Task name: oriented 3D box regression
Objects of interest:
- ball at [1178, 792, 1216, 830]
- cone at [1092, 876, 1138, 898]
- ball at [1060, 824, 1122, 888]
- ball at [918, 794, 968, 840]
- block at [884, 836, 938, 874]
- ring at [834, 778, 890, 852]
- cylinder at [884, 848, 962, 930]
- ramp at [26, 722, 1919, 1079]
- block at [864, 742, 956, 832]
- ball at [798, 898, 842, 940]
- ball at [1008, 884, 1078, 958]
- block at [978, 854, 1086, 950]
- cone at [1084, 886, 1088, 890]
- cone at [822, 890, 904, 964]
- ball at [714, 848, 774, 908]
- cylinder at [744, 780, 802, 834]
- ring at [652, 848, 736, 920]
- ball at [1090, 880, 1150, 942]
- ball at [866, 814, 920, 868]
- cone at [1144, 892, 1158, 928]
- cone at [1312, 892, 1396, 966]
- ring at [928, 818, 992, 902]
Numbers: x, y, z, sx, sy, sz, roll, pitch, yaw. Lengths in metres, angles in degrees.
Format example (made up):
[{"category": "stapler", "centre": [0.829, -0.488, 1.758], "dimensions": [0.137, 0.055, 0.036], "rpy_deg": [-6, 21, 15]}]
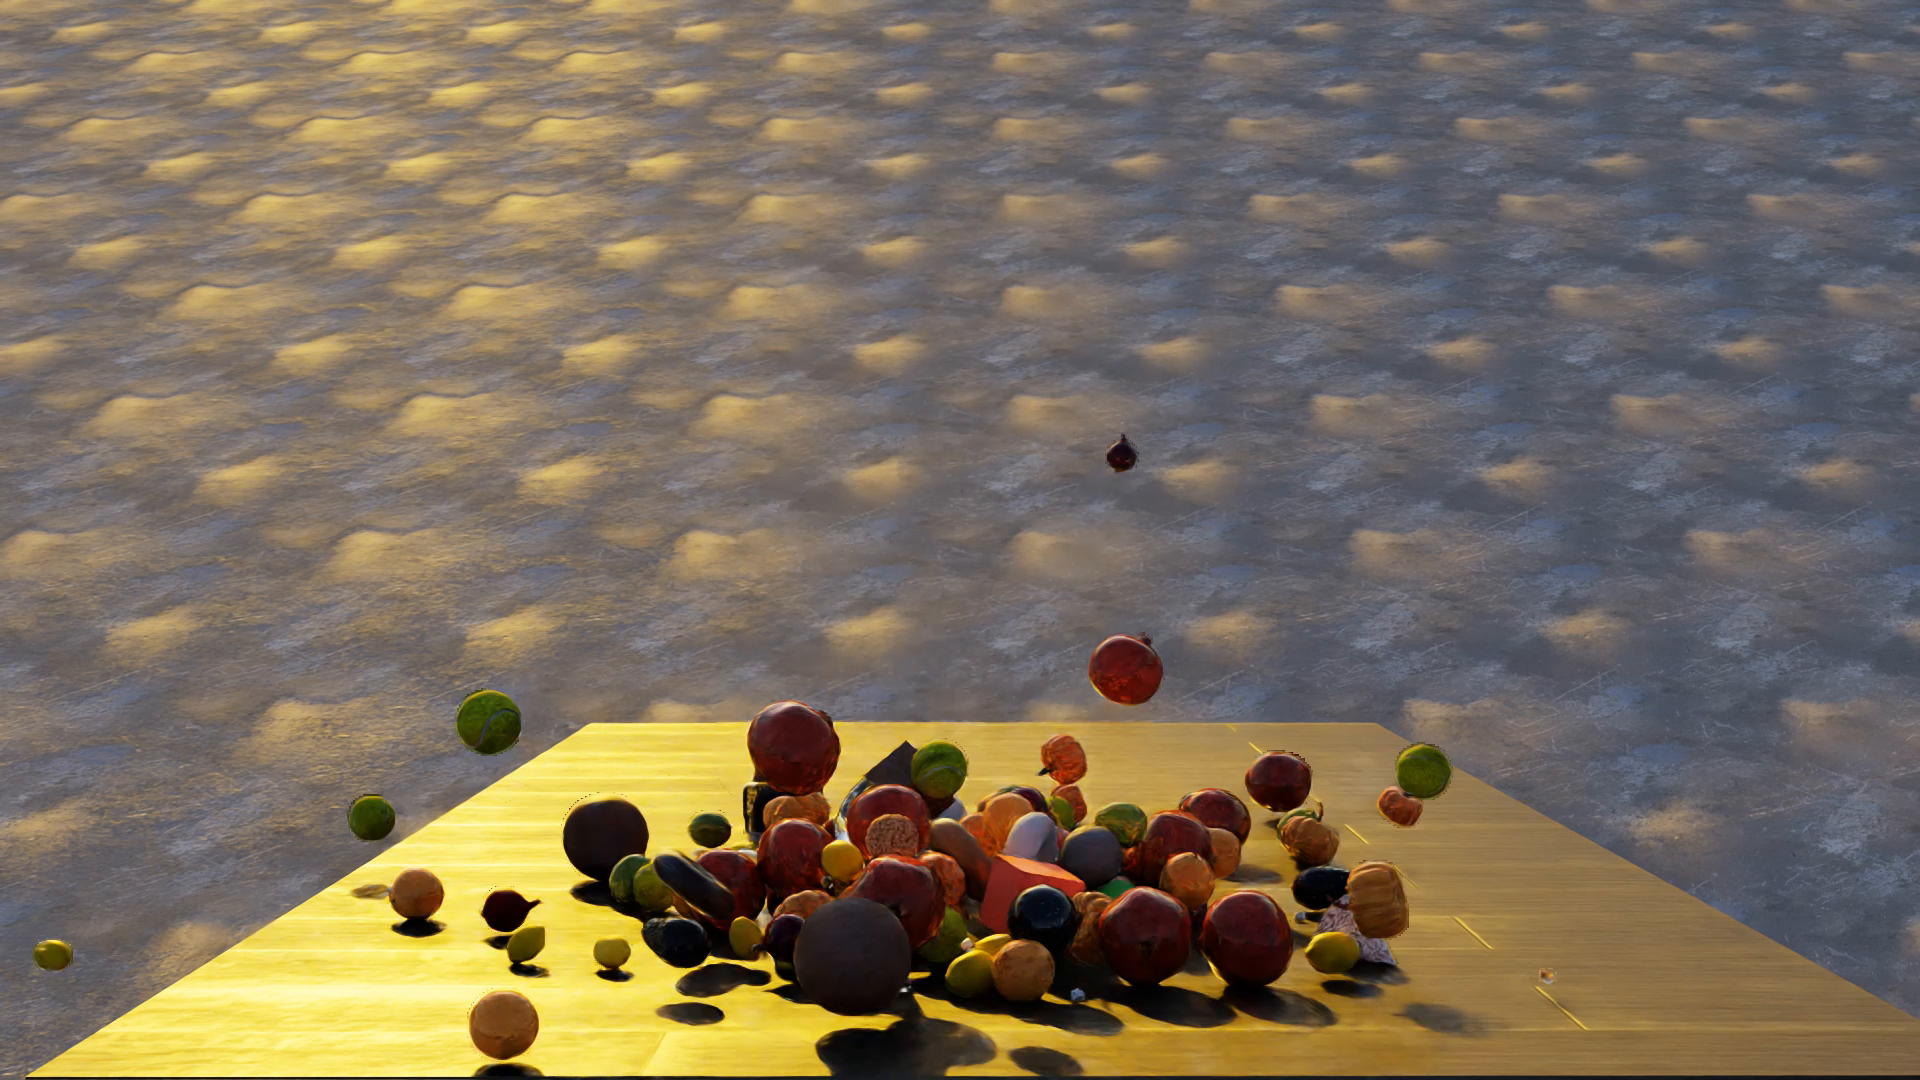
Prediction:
[{"category": "ball", "centre": [0.411, 0.470, 4.487], "dimensions": [0.066, 0.066, 0.066], "rpy_deg": [0, 27, 0]}, {"category": "cone", "centre": [0.224, 0.503, 3.493], "dimensions": [0.072, 0.072, 0.072], "rpy_deg": [-10, 30, -19]}, {"category": "ball", "centre": [0.174, 0.417, 3.409], "dimensions": [0.082, 0.082, 0.082], "rpy_deg": [0, 27, 0]}, {"category": "ball", "centre": [-0.035, 0.459, 4.221], "dimensions": [0.096, 0.096, 0.096], "rpy_deg": [0, 27, 0]}, {"category": "block", "centre": [-0.078, 0.470, 3.861], "dimensions": [0.065, 0.065, 0.065], "rpy_deg": [32, -10, -18]}, {"category": "ring", "centre": [-0.132, 0.406, 3.894], "dimensions": [0.146, 0.049, 0.146], "rpy_deg": [-40, 24, 22]}, {"category": "cylinder", "centre": [-0.049, 0.466, 3.448], "dimensions": [0.076, 0.076, 0.076], "rpy_deg": [-47, 37, 0]}, {"category": "ramp", "centre": [0.061, 0.552, 4.589], "dimensions": [2.000, 0.100, 4.000], "rpy_deg": [0, 1, 0]}, {"category": "block", "centre": [-0.073, 0.364, 3.783], "dimensions": [0.081, 0.081, 0.081], "rpy_deg": [-39, 38, -12]}, {"category": "ball", "centre": [-0.183, 0.494, 3.371], "dimensions": [0.055, 0.055, 0.055], "rpy_deg": [0, 27, 0]}, {"category": "ball", "centre": [0.097, 0.446, 3.023], "dimensions": [0.084, 0.084, 0.084], "rpy_deg": [0, 27, 0]}, {"category": "block", "centre": [0.090, 0.454, 3.238], "dimensions": [0.088, 0.088, 0.088], "rpy_deg": [13, 3, -24]}, {"category": "cone", "centre": [0.156, 0.490, 3.761], "dimensions": [0.052, 0.052, 0.052], "rpy_deg": [-23, 1, -37]}, {"category": "cone", "centre": [-0.121, 0.469, 3.061], "dimensions": [0.090, 0.090, 0.090], "rpy_deg": [-12, 29, -9]}, {"category": "ball", "centre": [-0.304, 0.477, 3.638], "dimensions": [0.084, 0.084, 0.084], "rpy_deg": [0, 27, 0]}, {"category": "cylinder", "centre": [-0.321, 0.458, 4.424], "dimensions": [0.090, 0.090, 0.090], "rpy_deg": [-2, 27, 2]}, {"category": "ring", "centre": [-0.337, 0.436, 3.271], "dimensions": [0.041, 0.122, 0.122], "rpy_deg": [-52, 43, -5]}, {"category": "ball", "centre": [0.209, 0.484, 3.370], "dimensions": [0.078, 0.078, 0.078], "rpy_deg": [0, 27, 0]}, {"category": "ball", "centre": [-0.086, 0.385, 3.309], "dimensions": [0.069, 0.069, 0.069], "rpy_deg": [0, 27, 0]}, {"category": "cone", "centre": [0.225, 0.486, 3.435], "dimensions": [0.055, 0.055, 0.055], "rpy_deg": [32, 0, -44]}, {"category": "cone", "centre": [0.508, 0.504, 3.218], "dimensions": [0.096, 0.096, 0.096], "rpy_deg": [-22, 42, -37]}, {"category": "ring", "centre": [0.005, 0.415, 3.345], "dimensions": [0.042, 0.125, 0.125], "rpy_deg": [-36, 38, -15]}]
